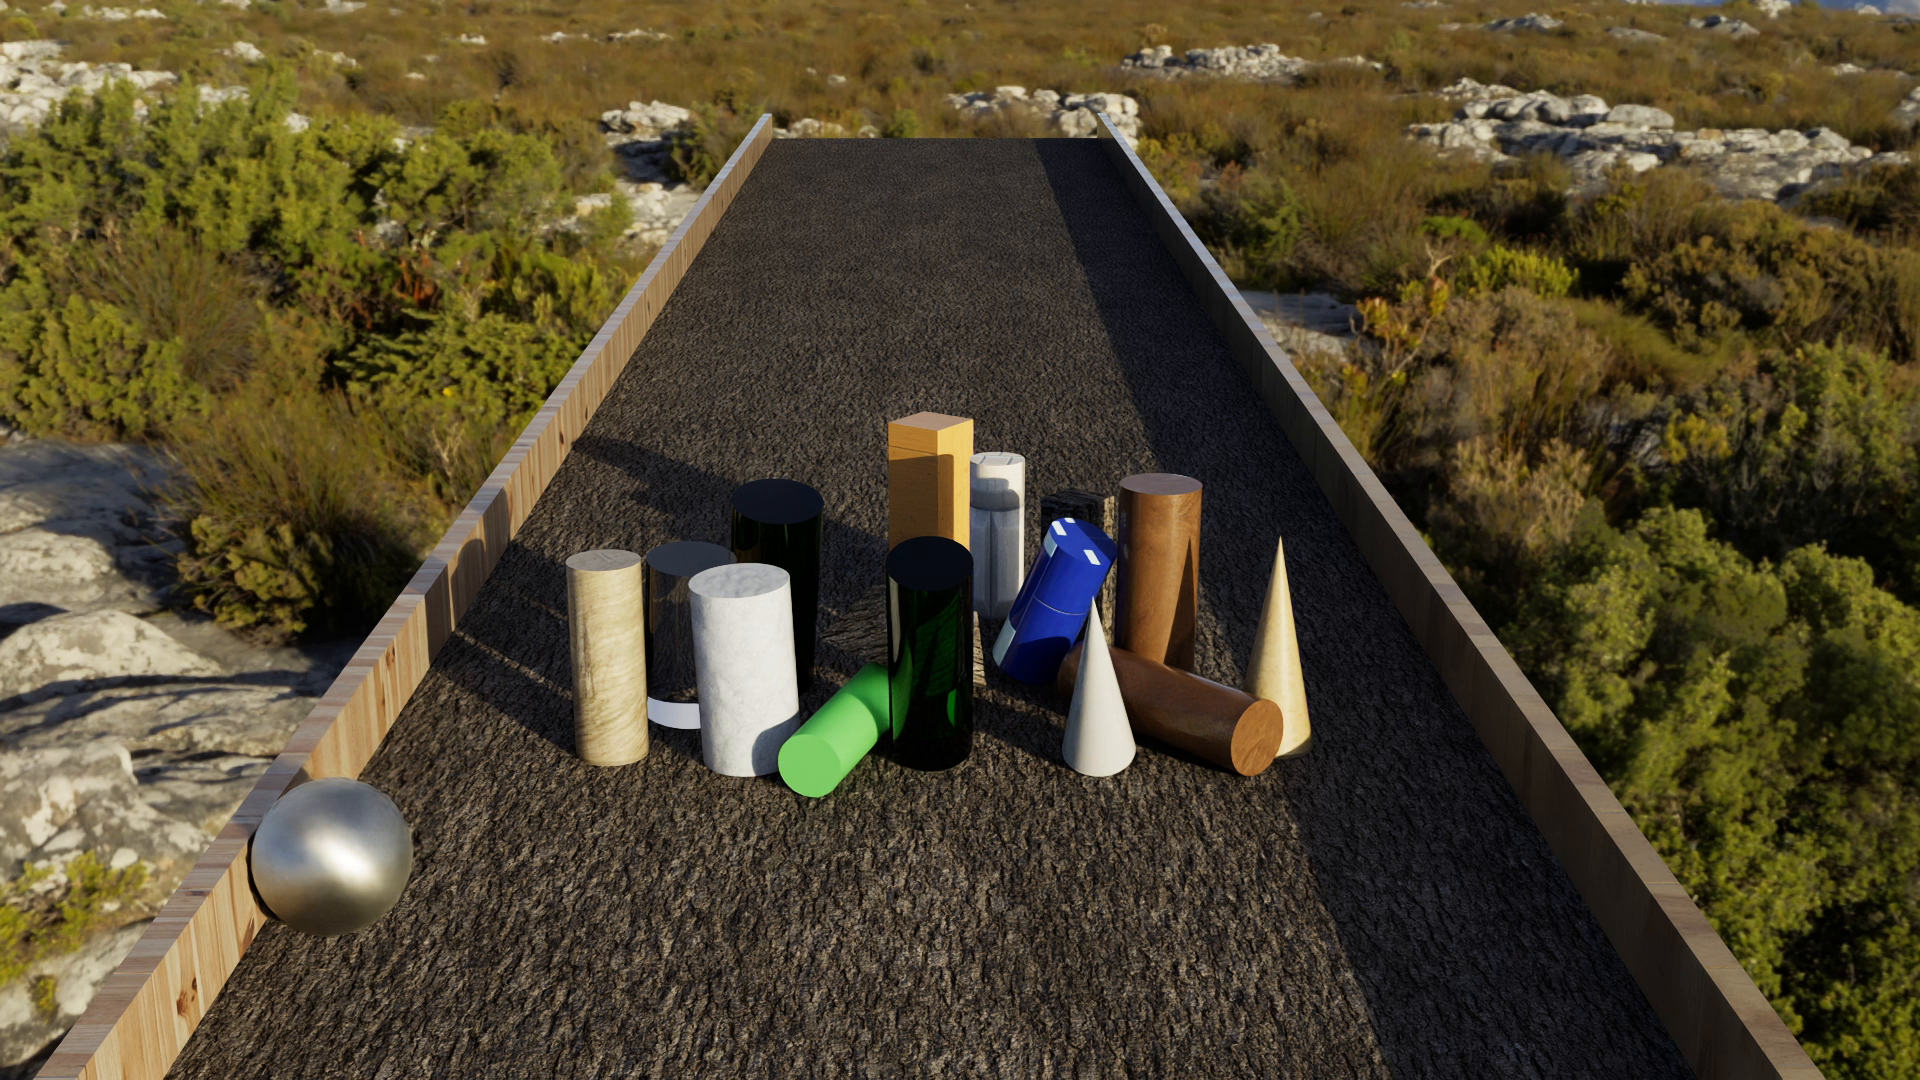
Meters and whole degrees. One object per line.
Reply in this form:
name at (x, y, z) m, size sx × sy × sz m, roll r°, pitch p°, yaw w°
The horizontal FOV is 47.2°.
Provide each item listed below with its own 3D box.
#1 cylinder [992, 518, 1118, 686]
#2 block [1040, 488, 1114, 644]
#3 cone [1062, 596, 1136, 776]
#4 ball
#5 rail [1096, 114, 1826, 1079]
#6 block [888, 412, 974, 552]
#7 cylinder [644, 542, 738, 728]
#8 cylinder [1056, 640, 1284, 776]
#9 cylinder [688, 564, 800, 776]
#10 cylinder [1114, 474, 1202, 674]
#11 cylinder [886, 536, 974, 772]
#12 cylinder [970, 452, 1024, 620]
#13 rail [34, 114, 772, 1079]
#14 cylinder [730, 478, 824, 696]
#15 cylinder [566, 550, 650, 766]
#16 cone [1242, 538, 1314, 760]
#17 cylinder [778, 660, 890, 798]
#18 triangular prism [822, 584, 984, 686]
cylinder at (0.181, 0.120, 4.232) m, size 0.139 × 0.307 × 0.139 m, roll 17°, pitch 33°, yaw -11°
block at (0.233, 0.072, 4.409) m, size 0.103 × 0.328 × 0.103 m, roll 13°, pitch 21°, yaw 38°
cone at (0.232, 0.230, 3.752) m, size 0.130 × 0.384 × 0.130 m, roll -3°, pitch 44°, yaw 3°
ball at (-0.928, 0.467, 3.252) m, size 0.231 × 0.231 × 0.231 m, roll 0°, pitch 17°, yaw 0°
rail at (0.932, -0.844, 7.801) m, size 0.050 × 0.150 × 12.000 m, roll 0°, pitch 17°, yaw -1°
block at (-0.064, -0.092, 4.909) m, size 0.134 × 0.357 × 0.134 m, roll 11°, pitch 20°, yaw 34°
cylinder at (-0.500, 0.175, 4.069) m, size 0.165 × 0.306 × 0.165 m, roll 4°, pitch 22°, yaw -2°
cylinder at (0.375, 0.299, 3.978) m, size 0.139 × 0.139 × 0.429 m, roll -14°, pitch 22°, yaw -40°
cylinder at (-0.376, 0.227, 3.863) m, size 0.176 × 0.333 × 0.176 m, roll -2°, pitch 19°, yaw 1°
cylinder at (0.371, 0.098, 4.153) m, size 0.154 × 0.423 × 0.154 m, roll 1°, pitch 17°, yaw 0°
cylinder at (-0.051, 0.200, 3.792) m, size 0.148 × 0.409 × 0.148 m, roll 0°, pitch 38°, yaw 0°
cylinder at (0.078, -0.009, 4.668) m, size 0.116 × 0.337 × 0.116 m, roll 0°, pitch 17°, yaw 0°
rail at (-1.118, -0.838, 7.780) m, size 0.050 × 0.150 × 12.000 m, roll 0°, pitch 17°, yaw -1°
cylinder at (-0.353, 0.096, 4.161) m, size 0.171 × 0.392 × 0.171 m, roll 4°, pitch 30°, yaw -2°
cylinder at (-0.623, 0.208, 3.895) m, size 0.131 × 0.361 × 0.131 m, roll 0°, pitch 17°, yaw 0°
cone at (0.565, 0.180, 3.930) m, size 0.151 × 0.395 × 0.151 m, roll 0°, pitch 17°, yaw 0°
cylinder at (-0.198, 0.330, 3.914) m, size 0.114 × 0.114 × 0.391 m, roll 5°, pitch 17°, yaw 16°
triangular prism at (-0.079, 0.169, 4.116) m, size 0.151 × 0.131 × 0.402 m, roll 20°, pitch 0°, yaw 27°
